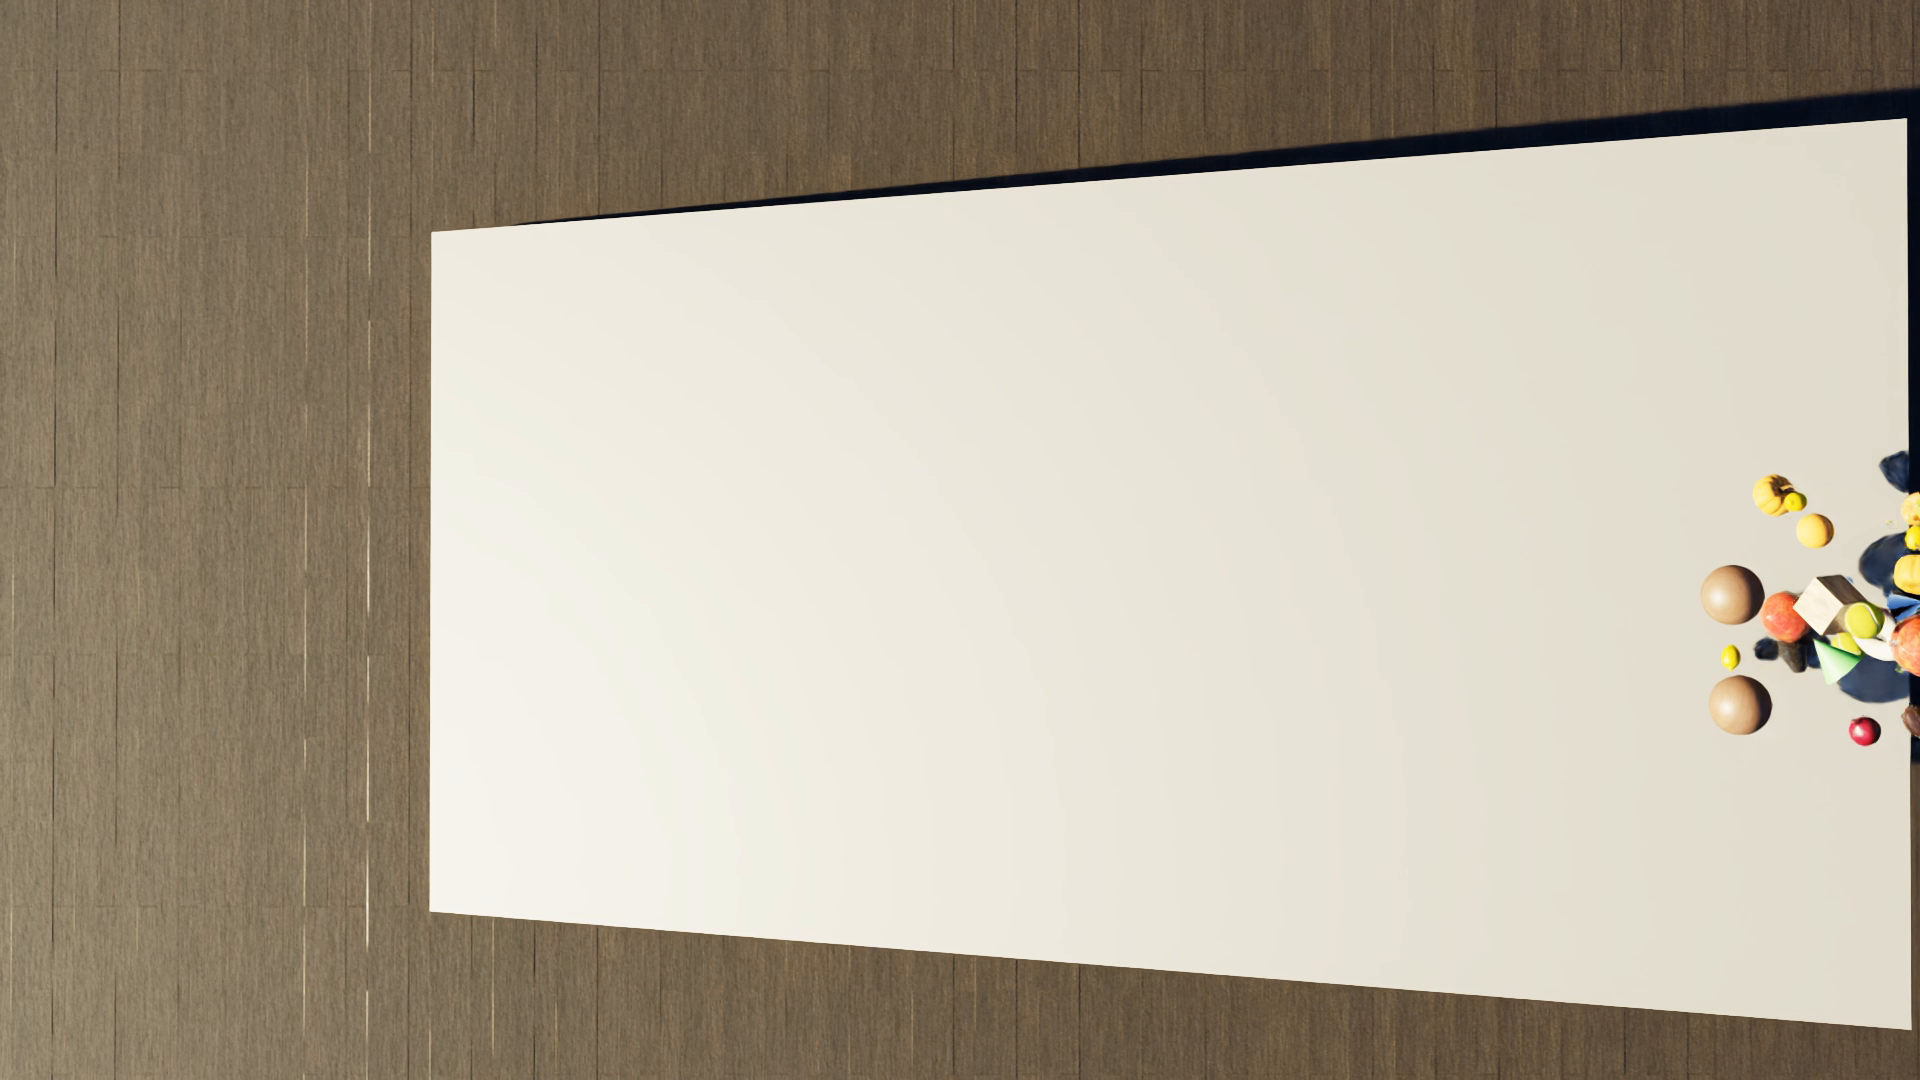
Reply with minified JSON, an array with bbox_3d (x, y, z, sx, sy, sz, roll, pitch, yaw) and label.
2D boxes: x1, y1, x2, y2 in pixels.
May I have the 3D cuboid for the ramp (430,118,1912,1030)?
[{"bbox_3d":[0.283,0.083,5.699,4.000,0.100,2.000,0,89,24],"label":"ramp"}]

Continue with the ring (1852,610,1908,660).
[{"bbox_3d":[1.766,0.183,4.223,0.038,0.113,0.113,-38,89,-23],"label":"ring"}]

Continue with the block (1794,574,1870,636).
[{"bbox_3d":[1.674,0.125,4.226,0.080,0.080,0.080,-4,133,-32],"label":"block"}]

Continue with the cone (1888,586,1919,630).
[{"bbox_3d":[1.864,0.119,4.260,0.089,0.089,0.089,-18,89,-29],"label":"cone"}]
